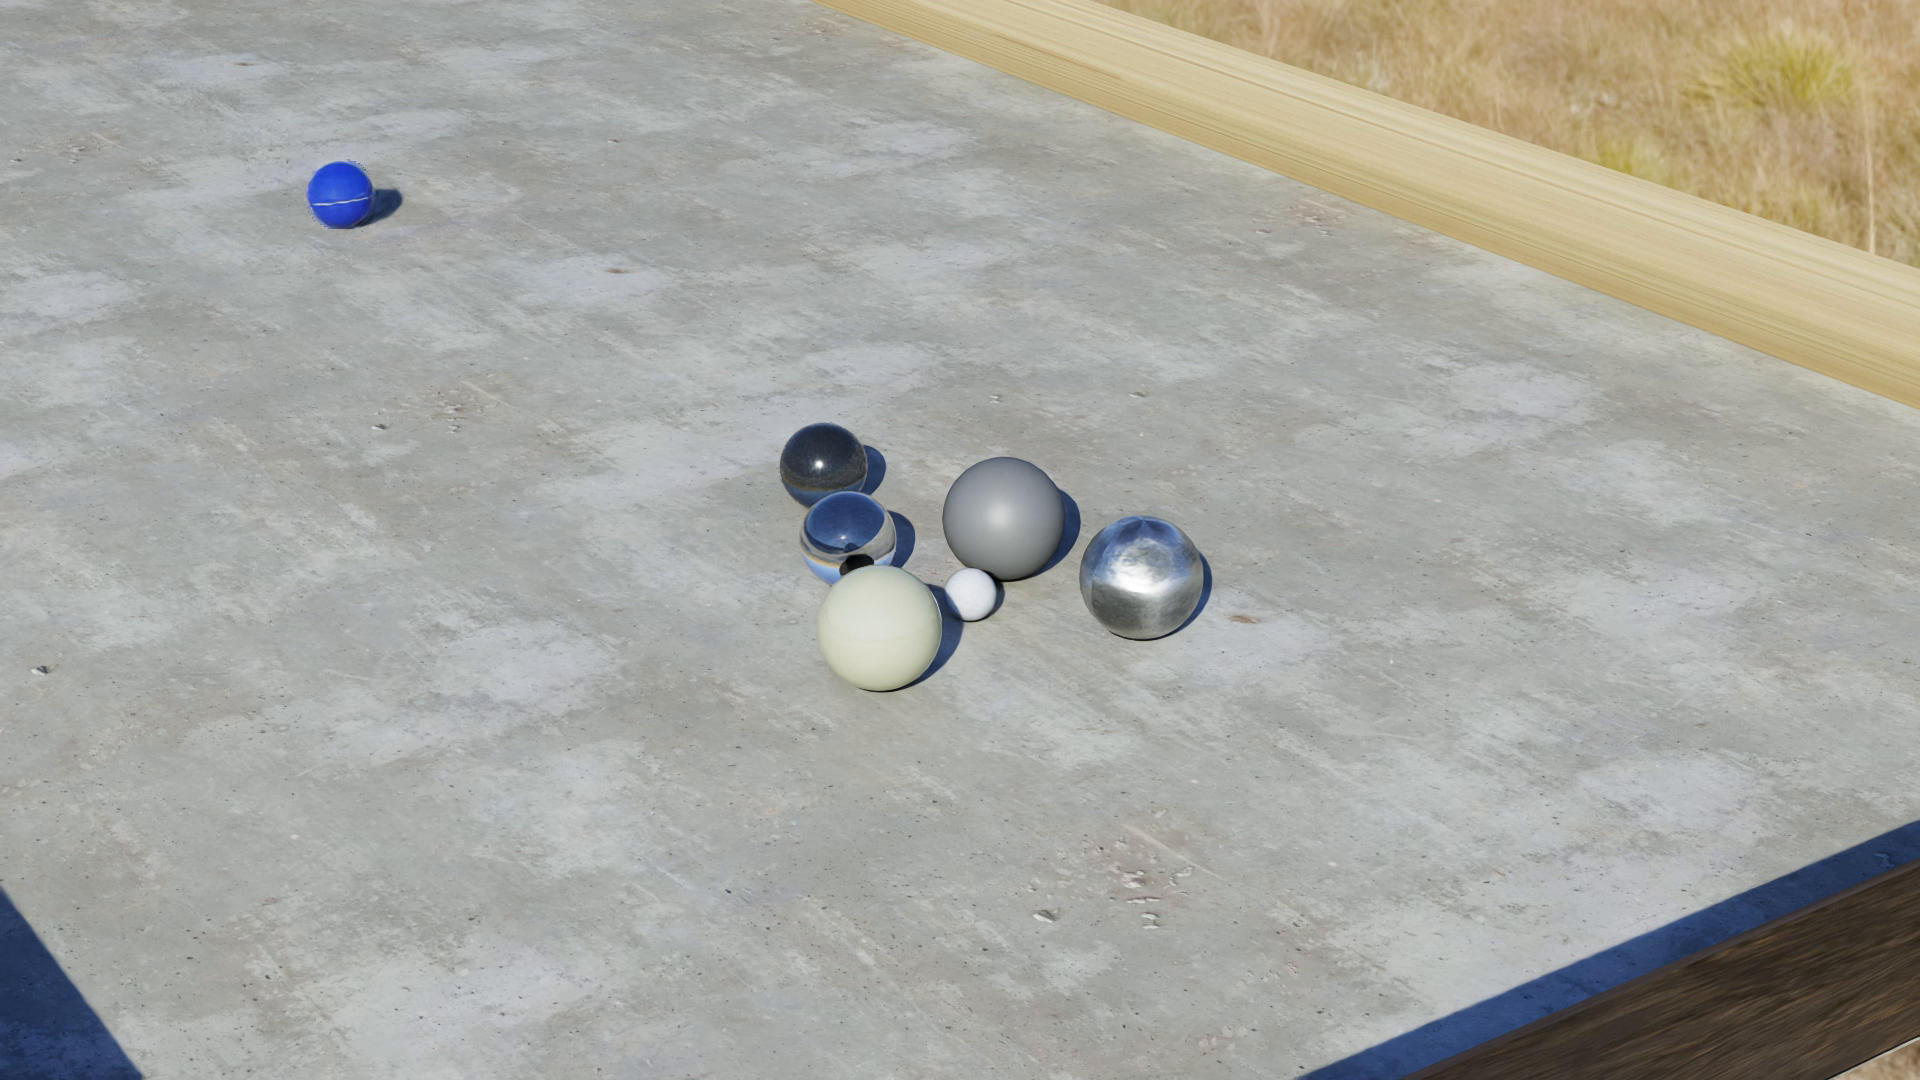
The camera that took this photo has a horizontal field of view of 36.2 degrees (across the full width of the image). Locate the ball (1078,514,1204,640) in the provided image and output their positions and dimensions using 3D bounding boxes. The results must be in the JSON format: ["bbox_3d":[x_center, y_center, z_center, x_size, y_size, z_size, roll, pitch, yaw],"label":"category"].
[{"bbox_3d":[0.134,0.027,2.176,0.092,0.092,0.092,0,24,0],"label":"ball"}]

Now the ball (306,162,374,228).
[{"bbox_3d":[-0.652,-0.363,3.096,0.070,0.070,0.070,0,24,0],"label":"ball"}]

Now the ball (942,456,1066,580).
[{"bbox_3d":[0.034,-0.017,2.272,0.096,0.096,0.096,0,24,0],"label":"ball"}]

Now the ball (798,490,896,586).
[{"bbox_3d":[-0.086,0.000,2.260,0.076,0.076,0.076,0,24,0],"label":"ball"}]

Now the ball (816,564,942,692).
[{"bbox_3d":[-0.058,0.063,2.098,0.090,0.090,0.090,0,24,0],"label":"ball"}]

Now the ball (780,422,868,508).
[{"bbox_3d":[-0.111,-0.060,2.400,0.072,0.072,0.072,0,24,0],"label":"ball"}]

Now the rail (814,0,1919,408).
[{"bbox_3d":[0.275,-0.500,3.338,0.045,0.124,3.325,-15,28,-31],"label":"rail"}]

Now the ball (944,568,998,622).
[{"bbox_3d":[0.008,0.041,2.210,0.040,0.040,0.040,0,24,0],"label":"ball"}]

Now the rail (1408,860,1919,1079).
[{"bbox_3d":[0.454,0.246,1.635,1.842,0.124,0.045,-15,28,-31],"label":"rail"}]
